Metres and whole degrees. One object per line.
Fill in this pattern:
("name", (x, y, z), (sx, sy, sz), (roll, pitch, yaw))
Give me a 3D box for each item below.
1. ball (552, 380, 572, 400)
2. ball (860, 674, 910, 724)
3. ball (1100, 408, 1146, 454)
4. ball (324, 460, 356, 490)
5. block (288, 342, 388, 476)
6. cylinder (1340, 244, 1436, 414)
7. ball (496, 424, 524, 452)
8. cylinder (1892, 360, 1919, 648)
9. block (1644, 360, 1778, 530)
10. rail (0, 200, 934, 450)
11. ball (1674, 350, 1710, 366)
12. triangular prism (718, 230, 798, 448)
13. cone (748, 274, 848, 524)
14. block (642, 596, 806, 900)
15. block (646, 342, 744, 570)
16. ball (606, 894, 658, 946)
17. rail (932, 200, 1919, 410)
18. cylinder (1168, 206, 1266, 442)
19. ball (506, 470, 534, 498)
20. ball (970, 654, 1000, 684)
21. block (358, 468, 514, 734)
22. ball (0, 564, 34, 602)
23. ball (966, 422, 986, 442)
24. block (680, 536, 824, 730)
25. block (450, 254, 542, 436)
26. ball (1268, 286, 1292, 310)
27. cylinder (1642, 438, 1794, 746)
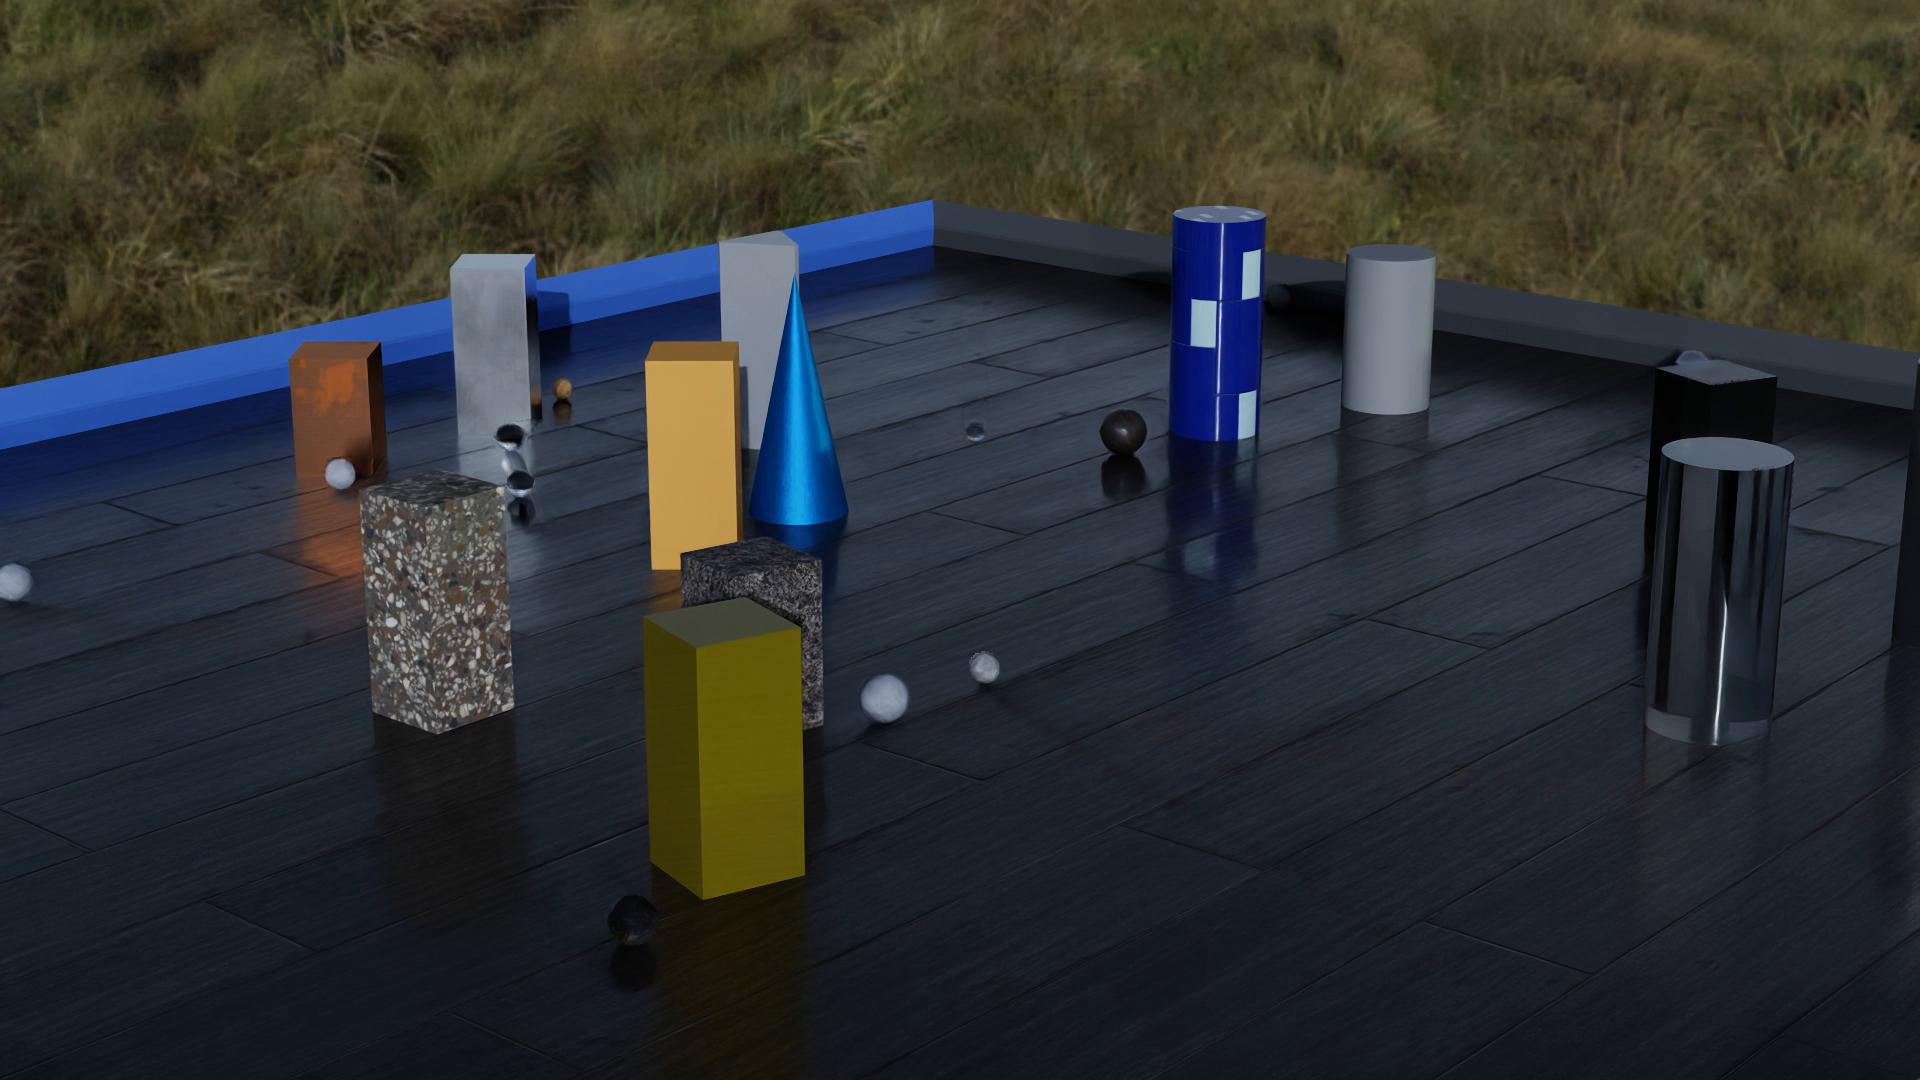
("ball", (-0.877, -0.331, 6.467), (0.044, 0.044, 0.044), (0, 17, 0))
("ball", (-0.116, 0.244, 4.507), (0.076, 0.076, 0.076), (0, 17, 0))
("ball", (0.336, -0.223, 6.019), (0.096, 0.096, 0.096), (0, 17, 0))
("ball", (-1.220, -0.129, 5.767), (0.061, 0.061, 0.061), (0, 17, 0))
("block", (-1.253, -0.267, 5.917), (0.155, 0.238, 0.155), (0, 17, 0))
("cylinder", (0.933, -0.460, 6.388), (0.193, 0.336, 0.193), (0, 17, 0))
("ball", (-0.928, -0.211, 6.047), (0.057, 0.057, 0.057), (0, 17, 0))
("cylinder", (1.662, -0.062, 4.845), (0.193, 0.465, 0.193), (0, 17, 0))
("block", (1.396, -0.163, 5.454), (0.155, 0.307, 0.155), (-8, 19, -26))
("rail", (-1.594, -0.368, 6.445), (0.045, 0.126, 4.684), (14, 22, 39))
("ball", (1.645, -0.385, 6.578), (0.083, 0.083, 0.083), (0, 17, 0))
("triangular prism", (-0.393, -0.415, 6.075), (0.167, 0.431, 0.145), (4, 17, 13))
("cone", (-0.310, -0.279, 5.565), (0.193, 0.465, 0.193), (0, 17, 0))
("block", (-0.315, 0.276, 3.921), (0.155, 0.352, 0.155), (-10, 20, -31))
("block", (-0.477, -0.153, 5.289), (0.155, 0.384, 0.155), (0, 17, 0))
("ball", (-0.417, 0.484, 3.730), (0.064, 0.064, 0.064), (0, 17, 0))
("rail", (1.520, -0.474, 6.796), (4.268, 0.126, 0.045), (14, 22, 39))
("cylinder", (0.539, -0.455, 6.155), (0.193, 0.462, 0.193), (0, 17, 0))
("ball", (-0.857, -0.108, 5.713), (0.053, 0.053, 0.053), (0, 17, 0))
("ball", (0.040, 0.206, 4.680), (0.048, 0.048, 0.048), (0, 17, 0))
("block", (-0.805, 0.092, 4.516), (0.155, 0.360, 0.155), (14, 22, 39))
("ball", (-1.642, 0.074, 5.086), (0.066, 0.066, 0.066), (0, 17, 0))
("ball", (0.033, -0.225, 6.116), (0.044, 0.044, 0.044), (0, 17, 0))
("block", (-0.317, 0.152, 4.481), (0.155, 0.266, 0.155), (-12, 21, -35))
("block", (-0.979, -0.413, 6.197), (0.155, 0.357, 0.155), (0, 17, 1))
("ball", (0.802, -0.605, 7.348), (0.059, 0.059, 0.059), (0, 17, 0))
("cylinder", (1.149, 0.076, 4.450), (0.193, 0.429, 0.193), (0, 17, 0))
